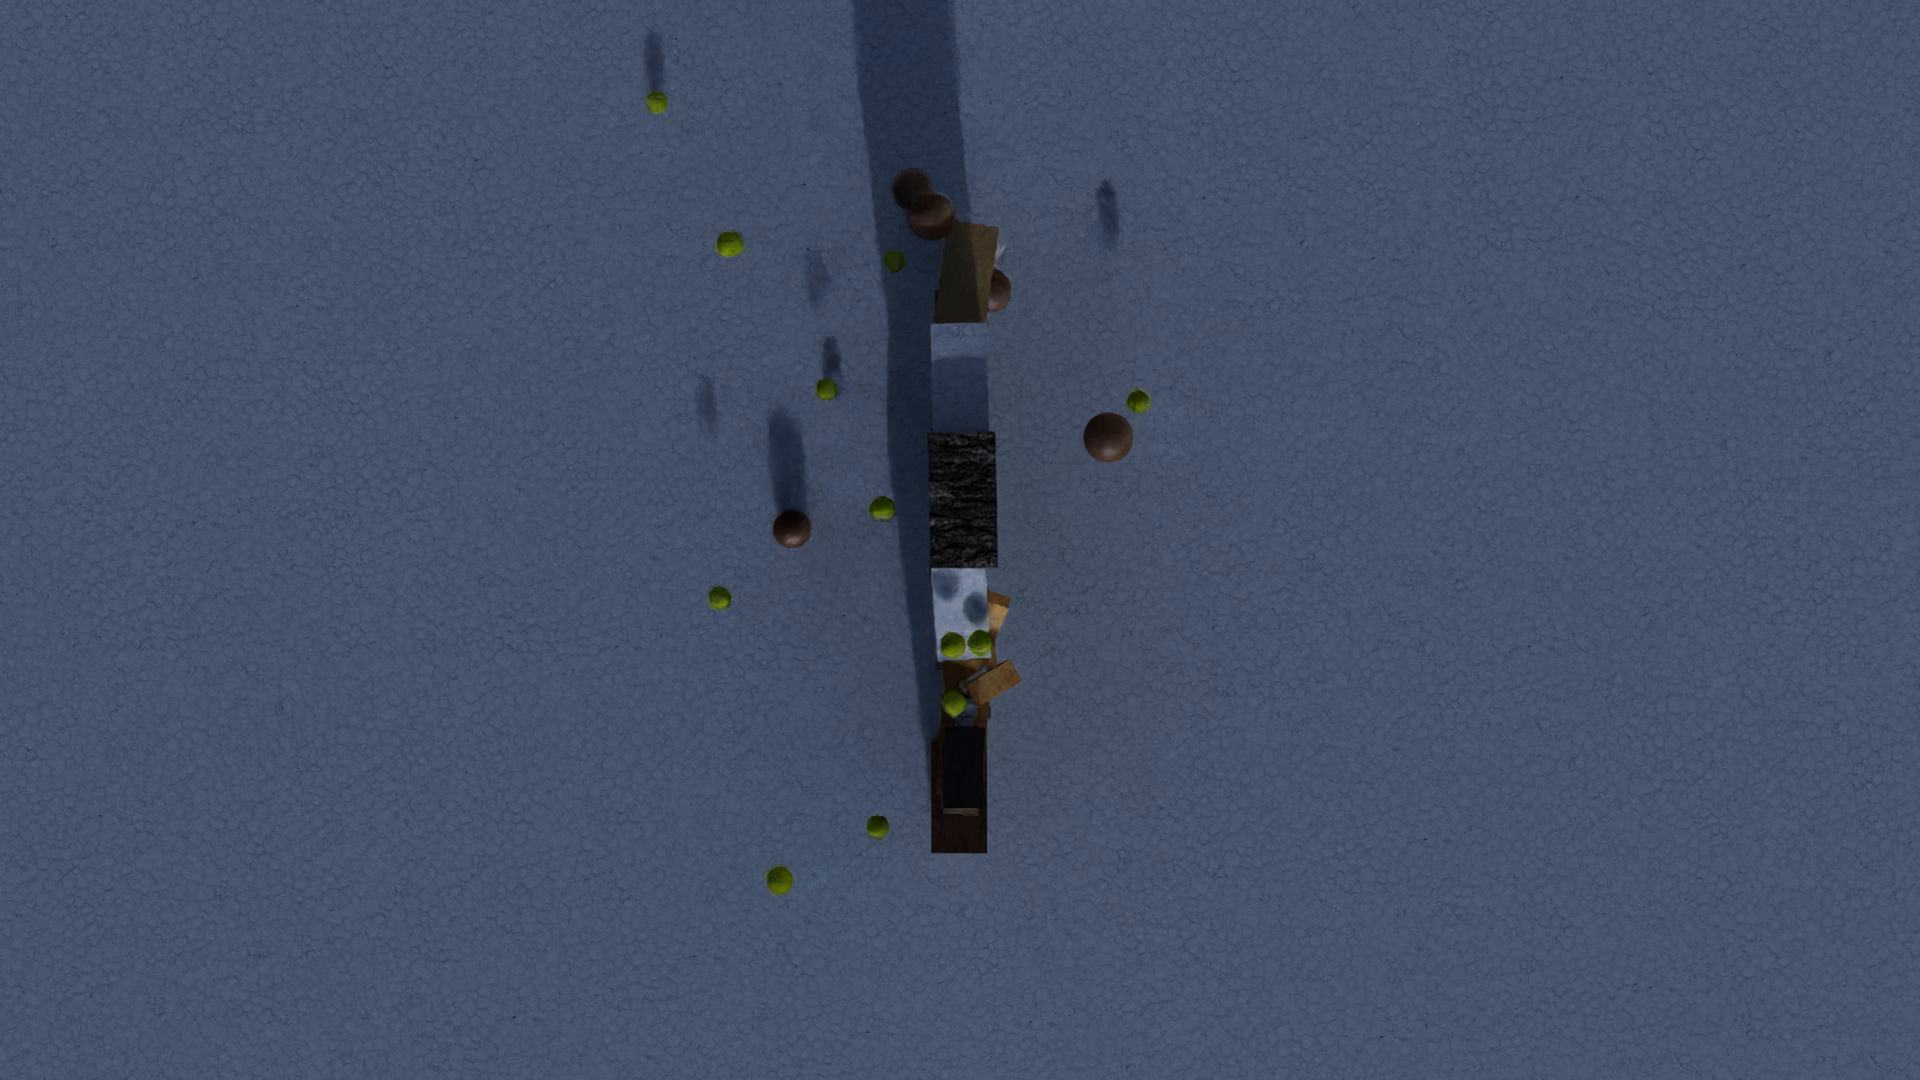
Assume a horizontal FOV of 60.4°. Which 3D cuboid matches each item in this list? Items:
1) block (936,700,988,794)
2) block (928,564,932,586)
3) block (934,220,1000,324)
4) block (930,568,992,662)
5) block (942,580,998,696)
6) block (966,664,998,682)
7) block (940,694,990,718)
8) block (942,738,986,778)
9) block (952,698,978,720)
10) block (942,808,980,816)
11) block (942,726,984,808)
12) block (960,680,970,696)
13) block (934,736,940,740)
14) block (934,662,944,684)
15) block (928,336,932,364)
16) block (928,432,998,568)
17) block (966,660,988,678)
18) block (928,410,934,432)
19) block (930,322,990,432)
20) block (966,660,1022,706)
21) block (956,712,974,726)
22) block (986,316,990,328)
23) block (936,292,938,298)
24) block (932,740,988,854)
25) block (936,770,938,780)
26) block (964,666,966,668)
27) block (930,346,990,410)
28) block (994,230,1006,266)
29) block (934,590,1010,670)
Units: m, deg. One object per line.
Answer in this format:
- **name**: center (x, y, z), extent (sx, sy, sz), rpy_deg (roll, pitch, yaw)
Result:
- **block**: center (0.007, 0.606, 4.810), extent (0.136, 0.039, 0.273), rpy_deg (3, 91, 0)
- **block**: center (-0.009, 0.109, 4.679), extent (0.148, 0.297, 0.042), rpy_deg (-5, 79, 0)
- **block**: center (0.018, -0.740, 4.617), extent (0.143, 0.041, 0.286), rpy_deg (9, 94, -1)
- **block**: center (0.003, 0.189, 4.545), extent (0.148, 0.042, 0.297), rpy_deg (-4, 115, 0)
- **block**: center (0.020, 0.306, 5.135), extent (0.171, 0.048, 0.341), rpy_deg (-7, 90, 0)
- **block**: center (0.082, 0.395, 4.807), extent (0.072, 0.316, 0.020), rpy_deg (-3, 79, -11)
- **block**: center (0.014, 0.513, 5.089), extent (0.136, 0.516, 0.039), rpy_deg (-4, 89, -2)
- **block**: center (0.010, 0.620, 4.689), extent (0.112, 0.223, 0.032), rpy_deg (4, 57, 0)
- **block**: center (0.014, 0.482, 4.719), extent (0.072, 0.143, 0.020), rpy_deg (3, 67, -1)
- **block**: center (0.004, 0.771, 4.841), extent (0.112, 0.535, 0.032), rpy_deg (3, 76, 0)
- **block**: center (0.010, 0.629, 4.567), extent (0.112, 0.032, 0.223), rpy_deg (2, 86, 0)
- **block**: center (0.042, 0.451, 5.042), extent (0.063, 0.127, 0.018), rpy_deg (-5, 98, -11)
- **block**: center (-0.002, 0.681, 5.327), extent (0.173, 0.346, 0.049), rpy_deg (0, 90, 0)
- **block**: center (0.006, 0.426, 5.329), extent (0.171, 0.341, 0.048), rpy_deg (-2, 90, 0)
- **block**: center (-0.008, -0.527, 4.577), extent (0.150, 0.301, 0.043), rpy_deg (0, 90, 0)
- **block**: center (0.007, -0.105, 4.345), extent (0.178, 0.050, 0.356), rpy_deg (-1, 90, 0)
- **block**: center (0.057, 0.418, 4.971), extent (0.063, 0.018, 0.127), rpy_deg (-10, 90, -11)
- **block**: center (-0.008, -0.328, 4.577), extent (0.150, 0.301, 0.043), rpy_deg (-1, 90, 0)
- **block**: center (0.000, -0.427, 4.405), extent (0.150, 0.043, 0.301), rpy_deg (-2, 90, 0)
- **block**: center (0.094, 0.402, 4.642), extent (0.143, 0.020, 0.072), rpy_deg (-30, 100, -7)
- **block**: center (0.012, 0.543, 4.686), extent (0.050, 0.014, 0.101), rpy_deg (4, 91, 0)
- **block**: center (0.009, -0.603, 4.790), extent (0.143, 0.286, 0.041), rpy_deg (-21, 91, 0)
- **block**: center (0.002, -0.618, 5.163), extent (0.158, 0.045, 0.315), rpy_deg (0, 90, 0)
- **block**: center (-0.002, 0.797, 5.129), extent (0.173, 0.049, 0.346), rpy_deg (0, 90, 0)
- **block**: center (0.000, 0.698, 4.968), extent (0.136, 0.273, 0.039), rpy_deg (0, 89, 0)
- **block**: center (0.031, 0.366, 5.042), extent (0.063, 0.127, 0.018), rpy_deg (-3, 97, -11)
- **block**: center (0.000, -0.390, 4.751), extent (0.167, 0.047, 0.334), rpy_deg (0, 90, 0)
- **block**: center (0.032, -0.840, 4.955), extent (0.143, 0.637, 0.041), rpy_deg (3, 87, -5)
- **block**: center (0.034, 0.249, 4.706), extent (0.149, 0.297, 0.042), rpy_deg (18, 47, -2)
